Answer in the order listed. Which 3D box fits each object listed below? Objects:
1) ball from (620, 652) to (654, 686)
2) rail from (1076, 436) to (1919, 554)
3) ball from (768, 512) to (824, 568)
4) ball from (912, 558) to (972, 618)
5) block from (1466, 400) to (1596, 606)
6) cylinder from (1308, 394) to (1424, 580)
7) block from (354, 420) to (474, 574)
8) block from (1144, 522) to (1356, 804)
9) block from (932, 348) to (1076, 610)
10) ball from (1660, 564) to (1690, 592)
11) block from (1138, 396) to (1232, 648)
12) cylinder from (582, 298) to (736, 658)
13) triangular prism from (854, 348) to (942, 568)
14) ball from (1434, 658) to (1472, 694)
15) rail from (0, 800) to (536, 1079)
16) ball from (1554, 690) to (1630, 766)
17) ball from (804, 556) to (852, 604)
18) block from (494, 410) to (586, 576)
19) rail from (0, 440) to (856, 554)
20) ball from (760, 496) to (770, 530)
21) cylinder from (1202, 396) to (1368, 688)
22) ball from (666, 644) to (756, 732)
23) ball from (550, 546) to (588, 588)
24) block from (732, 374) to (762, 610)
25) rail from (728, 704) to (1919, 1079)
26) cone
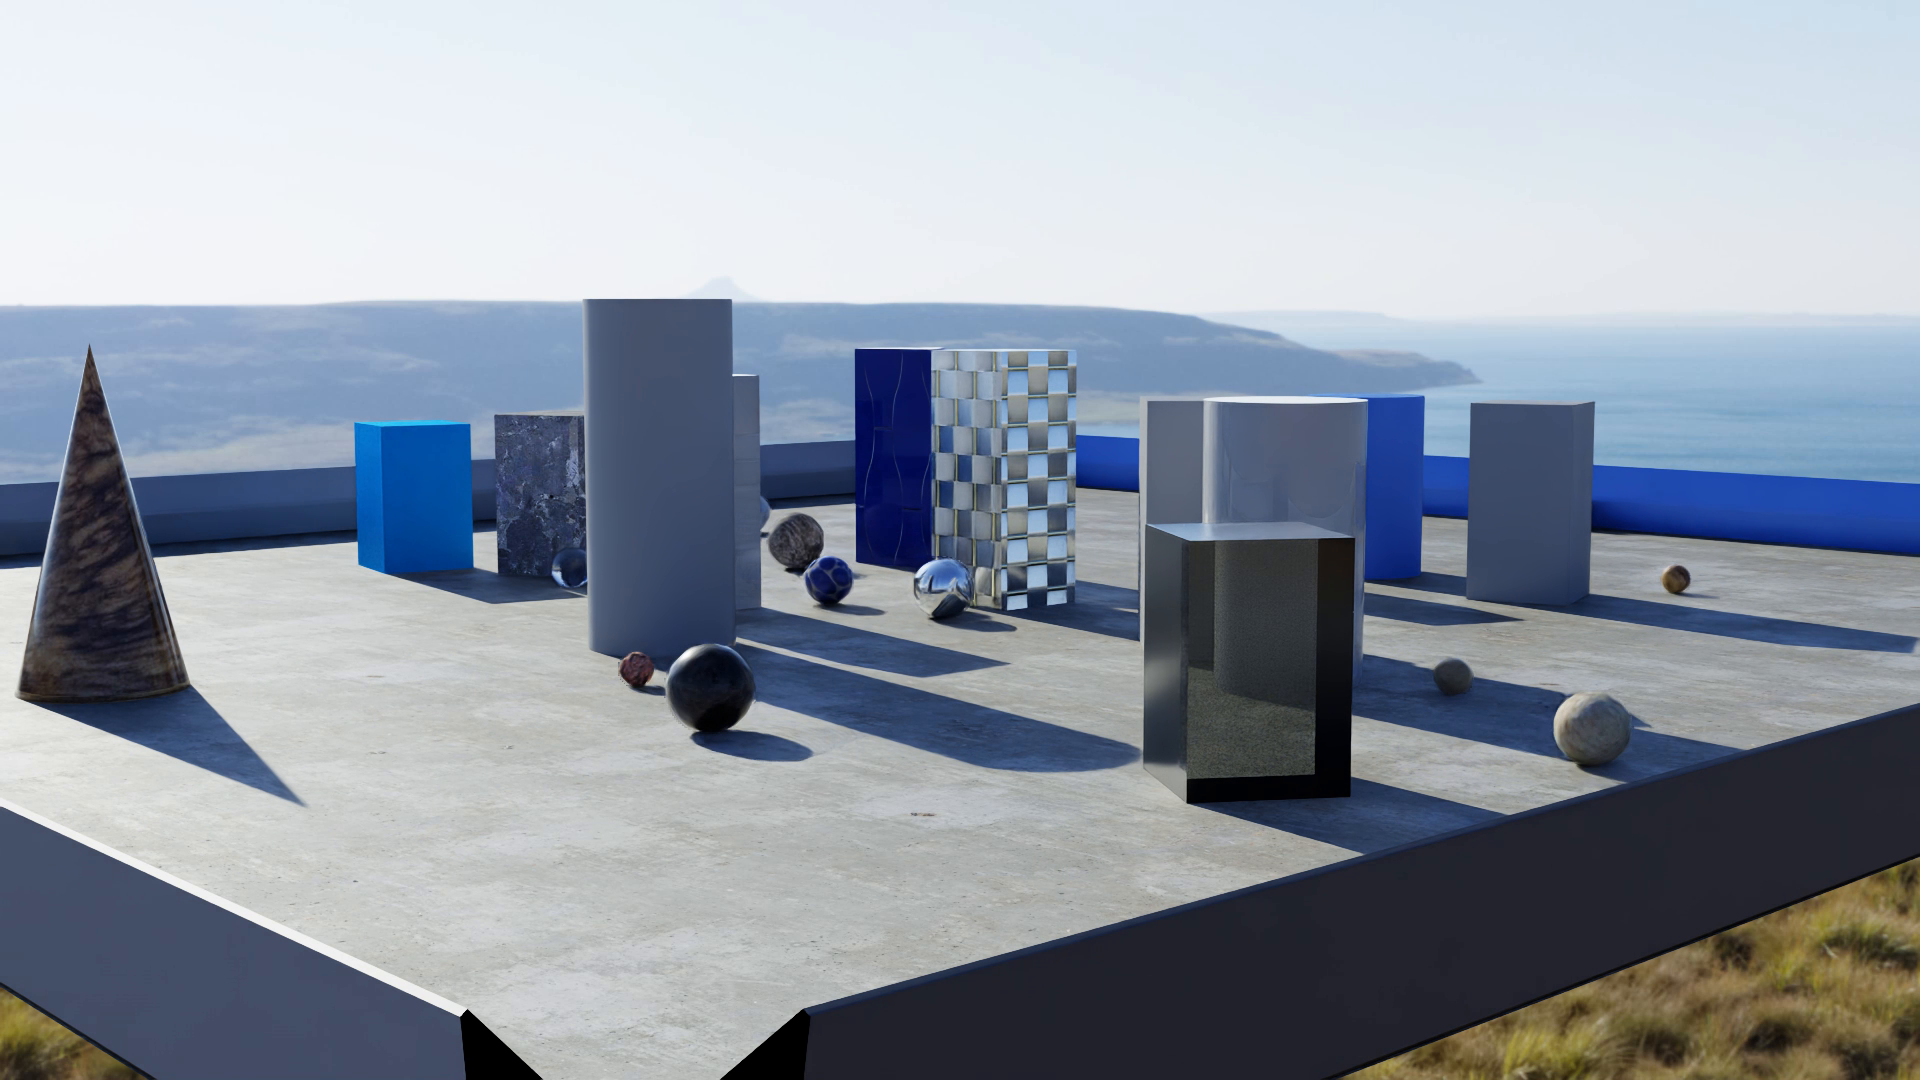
[{"bbox_3d":[-0.383,0.153,2.608,0.040,0.040,0.040,0,6,0],"label":"ball"},{"bbox_3d":[1.271,-0.090,4.498,0.045,0.126,3.345,-5,8,-42],"label":"rail"},{"bbox_3d":[-0.282,0.000,3.791,0.097,0.097,0.097,0,6,0],"label":"ball"},{"bbox_3d":[-0.025,0.070,3.183,0.086,0.086,0.086,0,6,0],"label":"ball"},{"bbox_3d":[0.884,-0.062,3.405,0.155,0.302,0.155,3,7,27],"label":"block"},{"bbox_3d":[0.684,-0.094,3.719,0.194,0.300,0.194,0,6,0],"label":"cylinder"},{"bbox_3d":[-0.945,-0.078,3.805,0.155,0.249,0.155,-4,7,-31],"label":"block"},{"bbox_3d":[0.268,0.110,2.065,0.155,0.239,0.155,-1,6,-10],"label":"block"},{"bbox_3d":[0.066,-0.097,3.345,0.155,0.383,0.155,-5,8,-42],"label":"block"},{"bbox_3d":[1.126,0.061,3.462,0.045,0.045,0.045,0,6,0],"label":"ball"},{"bbox_3d":[0.319,-0.024,2.913,0.155,0.328,0.155,0,6,1],"label":"block"},{"bbox_3d":[-0.395,-0.087,2.895,0.194,0.458,0.194,0,6,0],"label":"cylinder"},{"bbox_3d":[-0.074,-0.150,3.879,0.168,0.377,0.145,4,7,34],"label":"triangular prism"},{"bbox_3d":[0.570,0.158,2.547,0.043,0.043,0.043,0,6,0],"label":"ball"},{"bbox_3d":[-1.271,0.155,2.166,0.045,0.126,3.345,-5,8,-42],"label":"rail"},{"bbox_3d":[0.618,0.184,2.151,0.073,0.073,0.073,0,6,0],"label":"ball"},{"bbox_3d":[-0.199,0.061,3.327,0.074,0.074,0.074,0,6,0],"label":"ball"},{"bbox_3d":[-0.685,-0.083,3.761,0.155,0.268,0.155,2,6,18],"label":"block"},{"bbox_3d":[-1.118,-0.094,4.537,3.506,0.126,0.045,-5,8,-42],"label":"rail"},{"bbox_3d":[-0.419,-0.055,4.407,0.078,0.078,0.078,0,6,0],"label":"ball"},{"bbox_3d":[0.388,0.000,2.638,0.194,0.337,0.194,0,6,0],"label":"cylinder"},{"bbox_3d":[-0.263,0.156,2.322,0.094,0.094,0.094,0,6,0],"label":"ball"},{"bbox_3d":[-0.624,0.043,3.527,0.066,0.066,0.066,0,6,0],"label":"ball"},{"bbox_3d":[-0.408,-0.073,3.287,0.155,0.347,0.155,-6,8,-43],"label":"block"},{"bbox_3d":[1.118,0.159,2.127,3.506,0.126,0.045,-5,8,-42],"label":"rail"},{"bbox_3d":[-1.007,-0.026,2.564,0.194,0.406,0.194,0,6,0],"label":"cone"}]
